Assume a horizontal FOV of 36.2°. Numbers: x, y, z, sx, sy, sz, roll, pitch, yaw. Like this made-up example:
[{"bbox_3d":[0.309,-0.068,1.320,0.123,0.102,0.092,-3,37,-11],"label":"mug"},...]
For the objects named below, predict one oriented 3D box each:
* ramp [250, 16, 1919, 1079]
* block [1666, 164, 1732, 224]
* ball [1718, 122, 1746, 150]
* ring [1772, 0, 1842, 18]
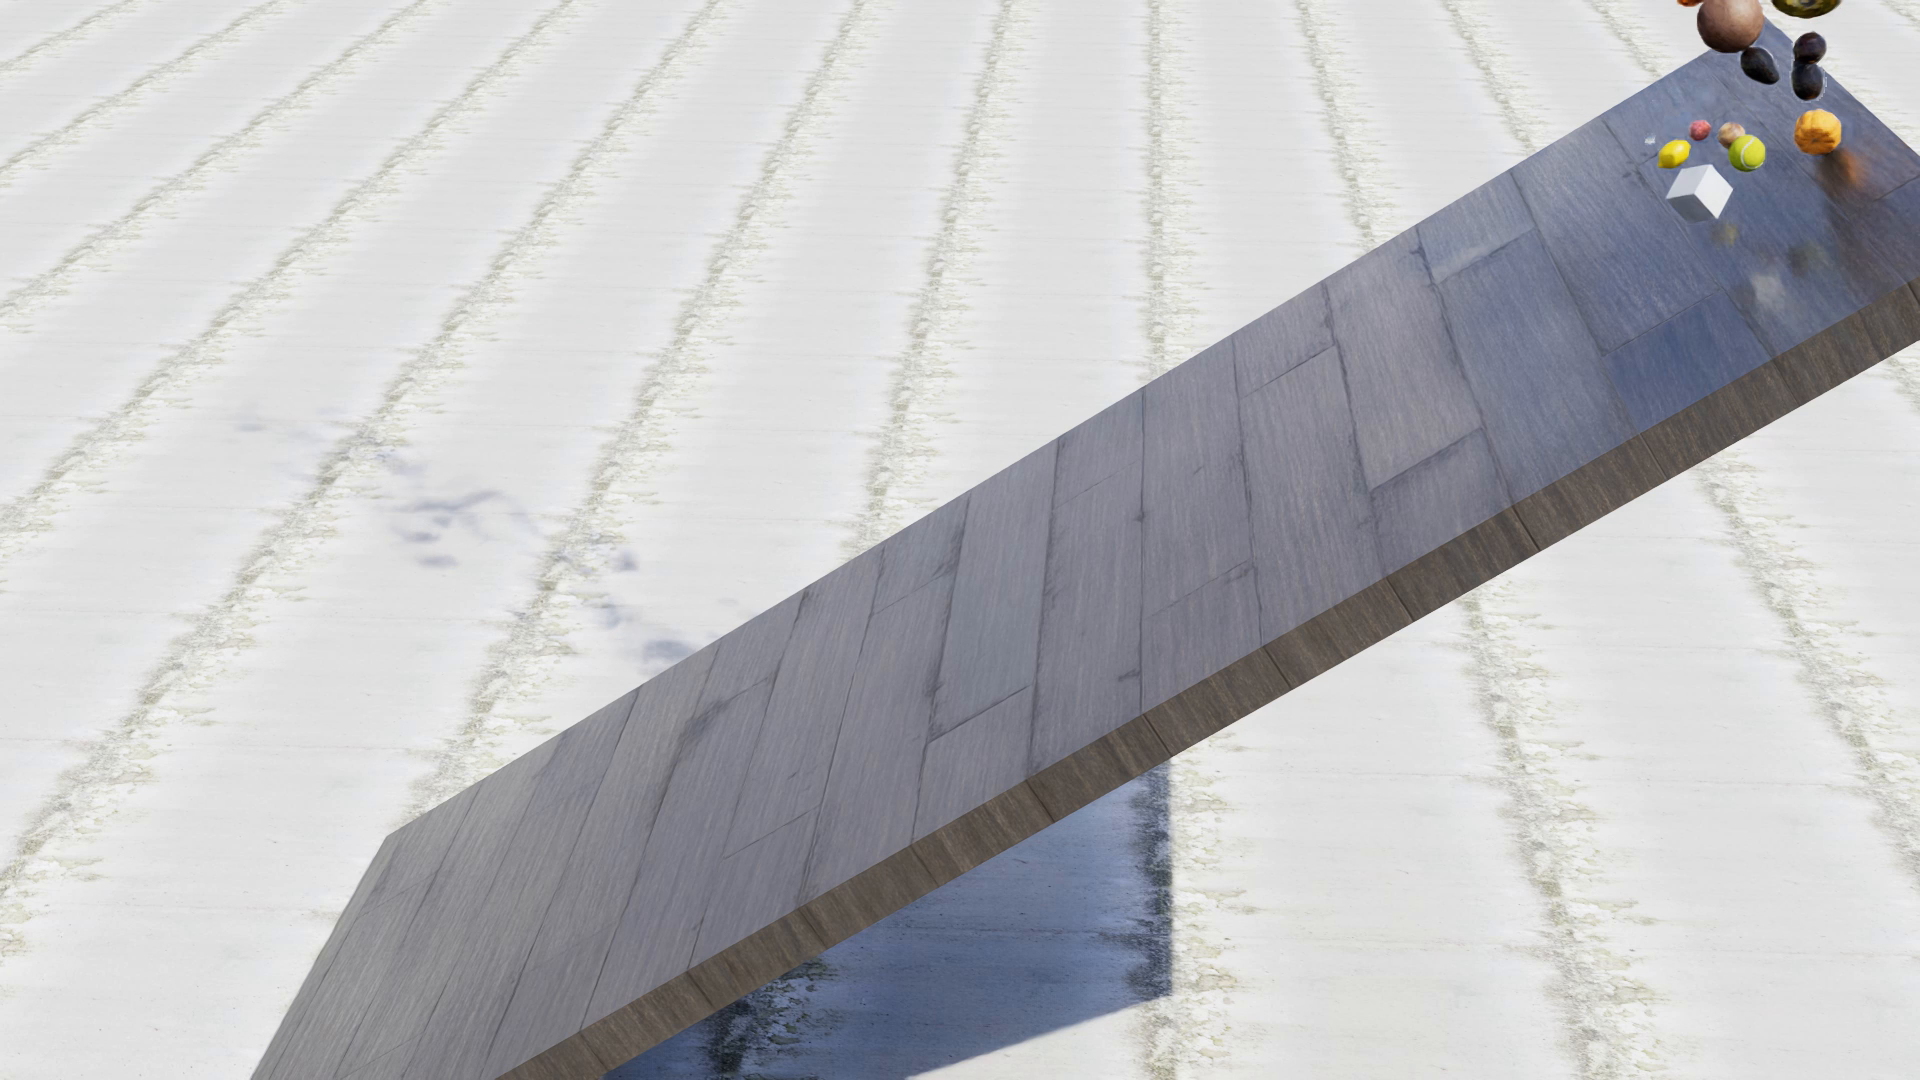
[{"bbox_3d":[0.140,0.170,6.294,4.000,0.100,2.000,-31,15,14],"label":"ramp"},{"bbox_3d":[1.397,-0.654,5.561,0.074,0.074,0.074,-4,50,57],"label":"block"},{"bbox_3d":[1.476,-0.773,5.626,0.052,0.052,0.052,0,20,0],"label":"ball"},{"bbox_3d":[1.615,-1.051,5.605,0.148,0.148,0.049,4,61,11],"label":"ring"}]
